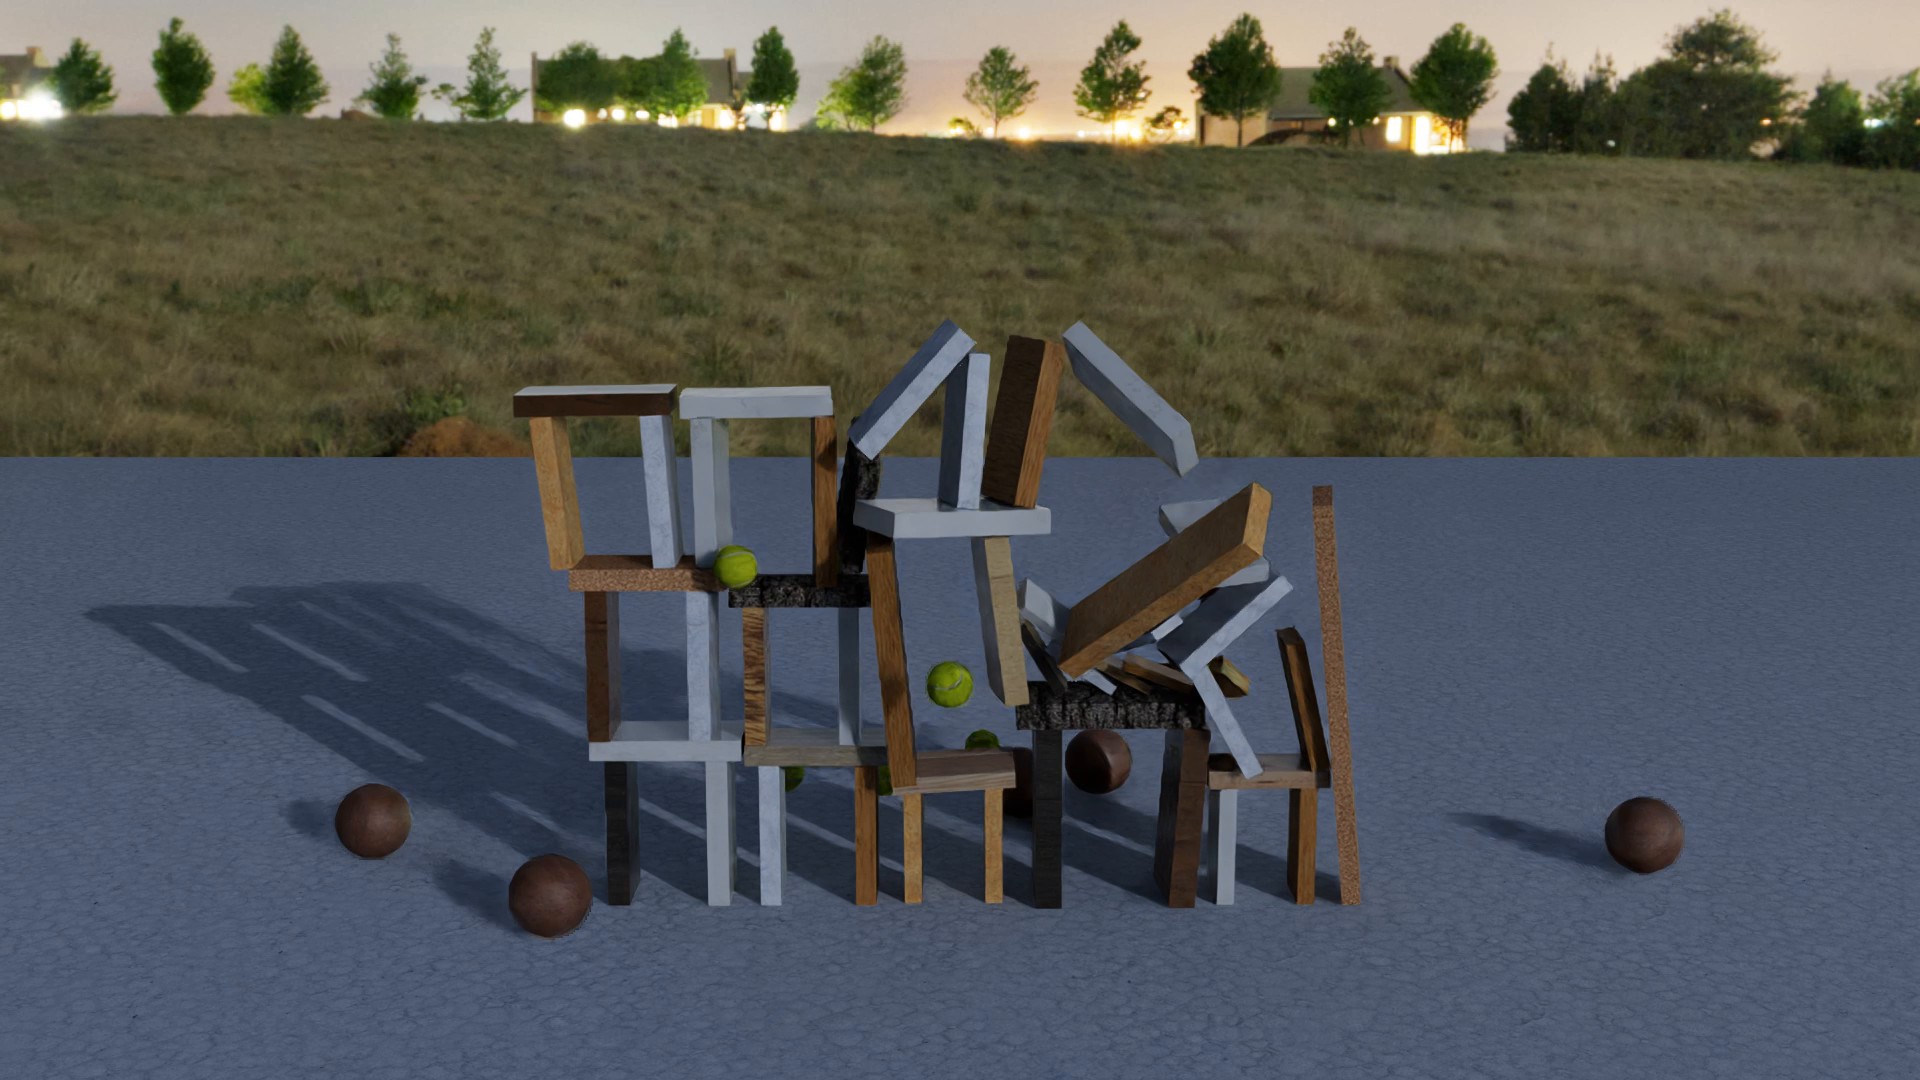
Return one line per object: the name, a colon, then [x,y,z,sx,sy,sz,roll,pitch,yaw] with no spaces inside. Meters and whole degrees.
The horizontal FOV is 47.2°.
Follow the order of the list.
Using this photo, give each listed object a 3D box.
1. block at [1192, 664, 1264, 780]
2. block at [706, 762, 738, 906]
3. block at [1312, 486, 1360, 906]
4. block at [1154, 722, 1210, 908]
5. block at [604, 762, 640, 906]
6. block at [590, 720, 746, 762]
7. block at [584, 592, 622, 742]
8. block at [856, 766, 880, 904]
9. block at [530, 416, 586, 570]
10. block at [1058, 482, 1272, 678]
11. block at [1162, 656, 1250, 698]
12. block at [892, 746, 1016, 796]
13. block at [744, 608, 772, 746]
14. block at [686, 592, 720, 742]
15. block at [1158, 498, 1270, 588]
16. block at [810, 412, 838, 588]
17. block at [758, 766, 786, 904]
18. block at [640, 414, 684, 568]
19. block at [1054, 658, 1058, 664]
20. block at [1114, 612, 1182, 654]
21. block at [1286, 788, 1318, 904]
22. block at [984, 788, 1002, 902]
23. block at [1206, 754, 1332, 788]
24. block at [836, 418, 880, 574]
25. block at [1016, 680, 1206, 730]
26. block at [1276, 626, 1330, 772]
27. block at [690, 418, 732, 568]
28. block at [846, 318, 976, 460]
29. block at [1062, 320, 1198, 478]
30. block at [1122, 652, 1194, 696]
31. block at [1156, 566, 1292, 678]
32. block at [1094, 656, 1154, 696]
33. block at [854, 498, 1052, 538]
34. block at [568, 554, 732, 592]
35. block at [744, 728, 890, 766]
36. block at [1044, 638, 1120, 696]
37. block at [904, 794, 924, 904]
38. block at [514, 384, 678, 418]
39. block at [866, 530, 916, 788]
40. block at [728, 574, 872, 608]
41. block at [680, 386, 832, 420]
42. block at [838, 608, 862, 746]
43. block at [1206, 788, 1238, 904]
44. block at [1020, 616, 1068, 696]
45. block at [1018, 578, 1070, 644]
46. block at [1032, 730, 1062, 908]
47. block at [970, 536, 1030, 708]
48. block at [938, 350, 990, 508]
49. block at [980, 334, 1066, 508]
block: [0.420,0.273,3.554,0.031,0.216,0.108,-28,18,5]
block: [-0.396,0.469,3.650,0.035,0.246,0.123,0,11,0]
block: [0.611,0.256,3.560,0.030,0.688,0.107,-4,18,11]
block: [0.367,0.439,3.647,0.043,0.302,0.151,3,10,-5]
block: [-0.560,0.469,3.650,0.035,0.246,0.123,0,11,0]
block: [-0.478,0.331,3.624,0.246,0.035,0.123,0,11,0]
block: [-0.583,0.193,3.591,0.035,0.248,0.124,0,11,0]
block: [-0.154,0.473,3.651,0.033,0.235,0.117,0,10,0]
block: [-0.649,-0.084,3.548,0.035,0.245,0.122,-6,11,1]
block: [0.313,0.067,3.411,0.432,0.037,0.131,-37,25,41]
block: [0.394,0.253,3.908,0.214,0.030,0.107,-9,-31,33]
block: [-0.011,0.377,3.598,0.199,0.028,0.099,-4,19,-1]
block: [-0.332,0.211,3.606,0.033,0.229,0.115,0,10,0]
block: [-0.419,0.192,3.596,0.035,0.248,0.124,0,11,1]
block: [0.403,0.004,3.511,0.107,0.030,0.214,-7,32,-13]
block: [-0.220,-0.069,3.560,0.034,0.274,0.120,-1,10,-6]
block: [-0.311,0.473,3.651,0.033,0.235,0.117,0,10,0]
block: [-0.480,-0.087,3.549,0.035,0.245,0.122,-4,11,0]
block: [0.216,0.182,3.765,0.126,0.018,0.063,-26,18,49]
block: [0.287,0.149,3.466,0.063,0.018,0.133,-33,6,-34]
block: [0.567,0.492,3.648,0.028,0.199,0.099,0,11,-1]
block: [0.055,0.491,3.655,0.028,0.199,0.099,0,11,0]
block: [0.501,0.380,3.622,0.199,0.028,0.099,0,11,-3]
block: [-0.171,-0.071,3.646,0.034,0.242,0.121,1,45,-12]
block: [0.243,0.270,3.612,0.302,0.043,0.151,-1,11,0]
block: [0.562,0.260,3.602,0.031,0.216,0.108,-13,11,2]
block: [-0.400,-0.083,3.546,0.034,0.240,0.120,0,10,6]
block: [-0.078,-0.238,3.441,0.034,0.242,0.121,41,4,-16]
block: [0.268,-0.223,3.468,0.263,0.037,0.131,46,-9,27]
block: [0.325,0.219,3.607,0.119,0.017,0.059,21,13,2]
block: [0.417,0.121,3.479,0.216,0.031,0.108,-41,21,-2]
block: [0.263,0.214,3.612,0.119,0.017,0.059,27,14,4]
block: [-0.012,-0.036,3.485,0.280,0.040,0.140,-2,10,-29]
block: [-0.499,0.053,3.566,0.248,0.035,0.124,0,11,0]
block: [-0.233,0.341,3.628,0.235,0.033,0.117,0,10,0]
block: [0.202,0.204,3.612,0.131,0.019,0.066,34,14,3]
block: [-0.076,0.488,3.638,0.028,0.199,0.099,0,19,2]
block: [-0.582,-0.224,3.524,0.245,0.035,0.122,-1,11,-1]
block: [-0.109,0.185,3.517,0.040,0.398,0.140,-5,19,0]
block: [-0.256,0.082,3.584,0.229,0.033,0.115,0,10,-1]
block: [-0.327,-0.222,3.536,0.240,0.034,0.120,-1,11,-4]
block: [-0.180,0.211,3.606,0.033,0.229,0.115,0,10,-1]
block: [0.433,0.492,3.644,0.028,0.199,0.099,-1,12,-3]
block: [0.134,0.189,3.603,0.019,0.131,0.066,-31,6,10]
block: [0.146,0.123,3.568,0.019,0.131,0.066,-35,33,32]
block: [0.144,0.441,3.644,0.043,0.302,0.151,0,11,0]
block: [0.063,0.118,3.572,0.040,0.280,0.140,-9,11,-9]
block: [0.006,-0.178,3.483,0.034,0.242,0.121,2,9,-16]
block: [0.099,-0.192,3.530,0.037,0.263,0.131,9,6,-26]
